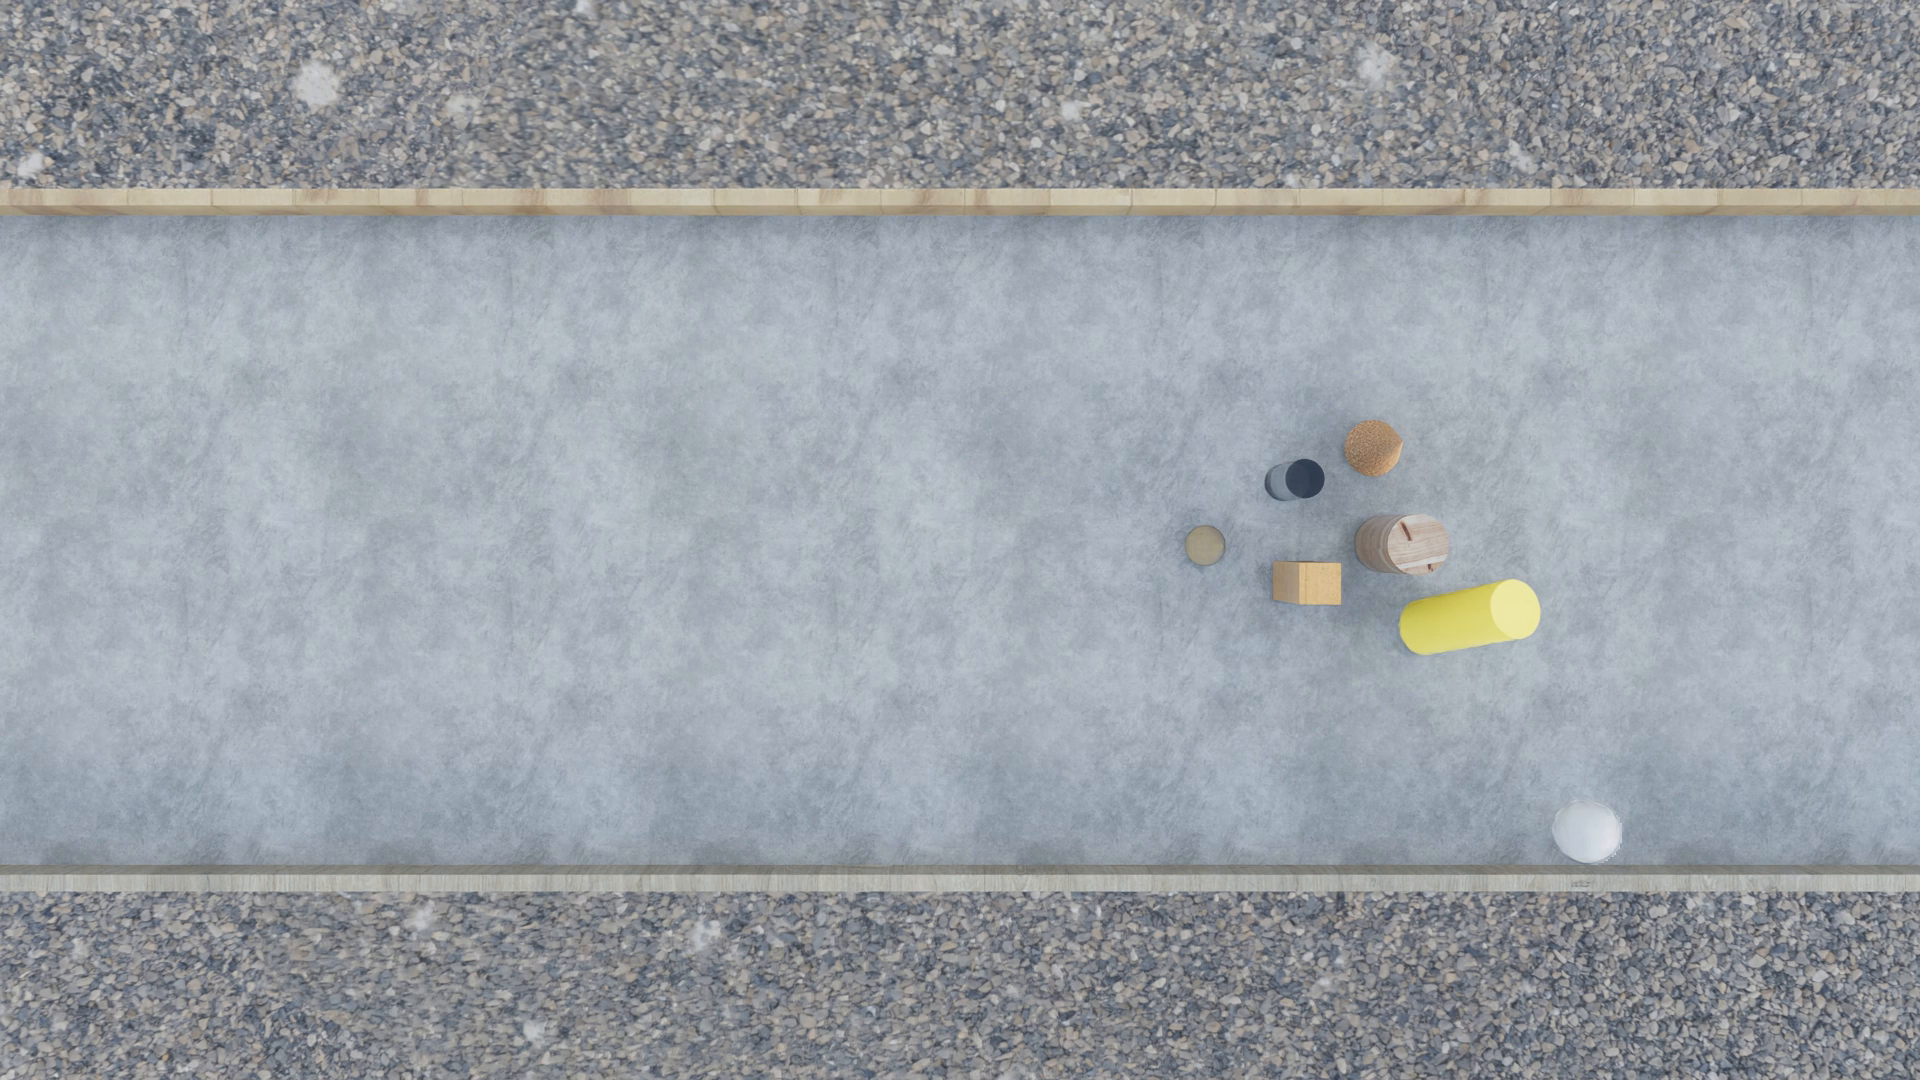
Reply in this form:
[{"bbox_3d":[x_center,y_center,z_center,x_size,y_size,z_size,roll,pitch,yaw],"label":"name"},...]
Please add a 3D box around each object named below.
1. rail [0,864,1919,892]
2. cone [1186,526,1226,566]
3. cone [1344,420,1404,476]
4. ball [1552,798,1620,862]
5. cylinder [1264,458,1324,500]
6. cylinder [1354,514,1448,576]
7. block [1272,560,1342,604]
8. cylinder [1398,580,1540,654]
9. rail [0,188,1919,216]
[{"bbox_3d":[-2.247,1.025,5.001,12.000,0.150,0.050,0,90,0],"label":"rail"},{"bbox_3d":[0.756,0.017,4.907,0.126,0.340,0.126,0,90,0],"label":"cone"},{"bbox_3d":[1.270,-0.283,4.901,0.173,0.350,0.173,0,90,0],"label":"cone"},{"bbox_3d":[1.847,0.858,4.864,0.186,0.186,0.186,0,90,0],"label":"ball"},{"bbox_3d":[0.994,-0.177,4.915,0.114,0.323,0.114,0,90,0],"label":"cylinder"},{"bbox_3d":[1.301,0.013,4.879,0.175,0.394,0.175,0,90,0],"label":"cylinder"},{"bbox_3d":[1.023,0.124,4.878,0.118,0.396,0.118,0,90,0],"label":"block"},{"bbox_3d":[1.489,0.231,4.843,0.168,0.436,0.168,4,79,-20],"label":"cylinder"},{"bbox_3d":[-2.247,-1.025,5.002,12.000,0.150,0.050,0,90,0],"label":"rail"}]
